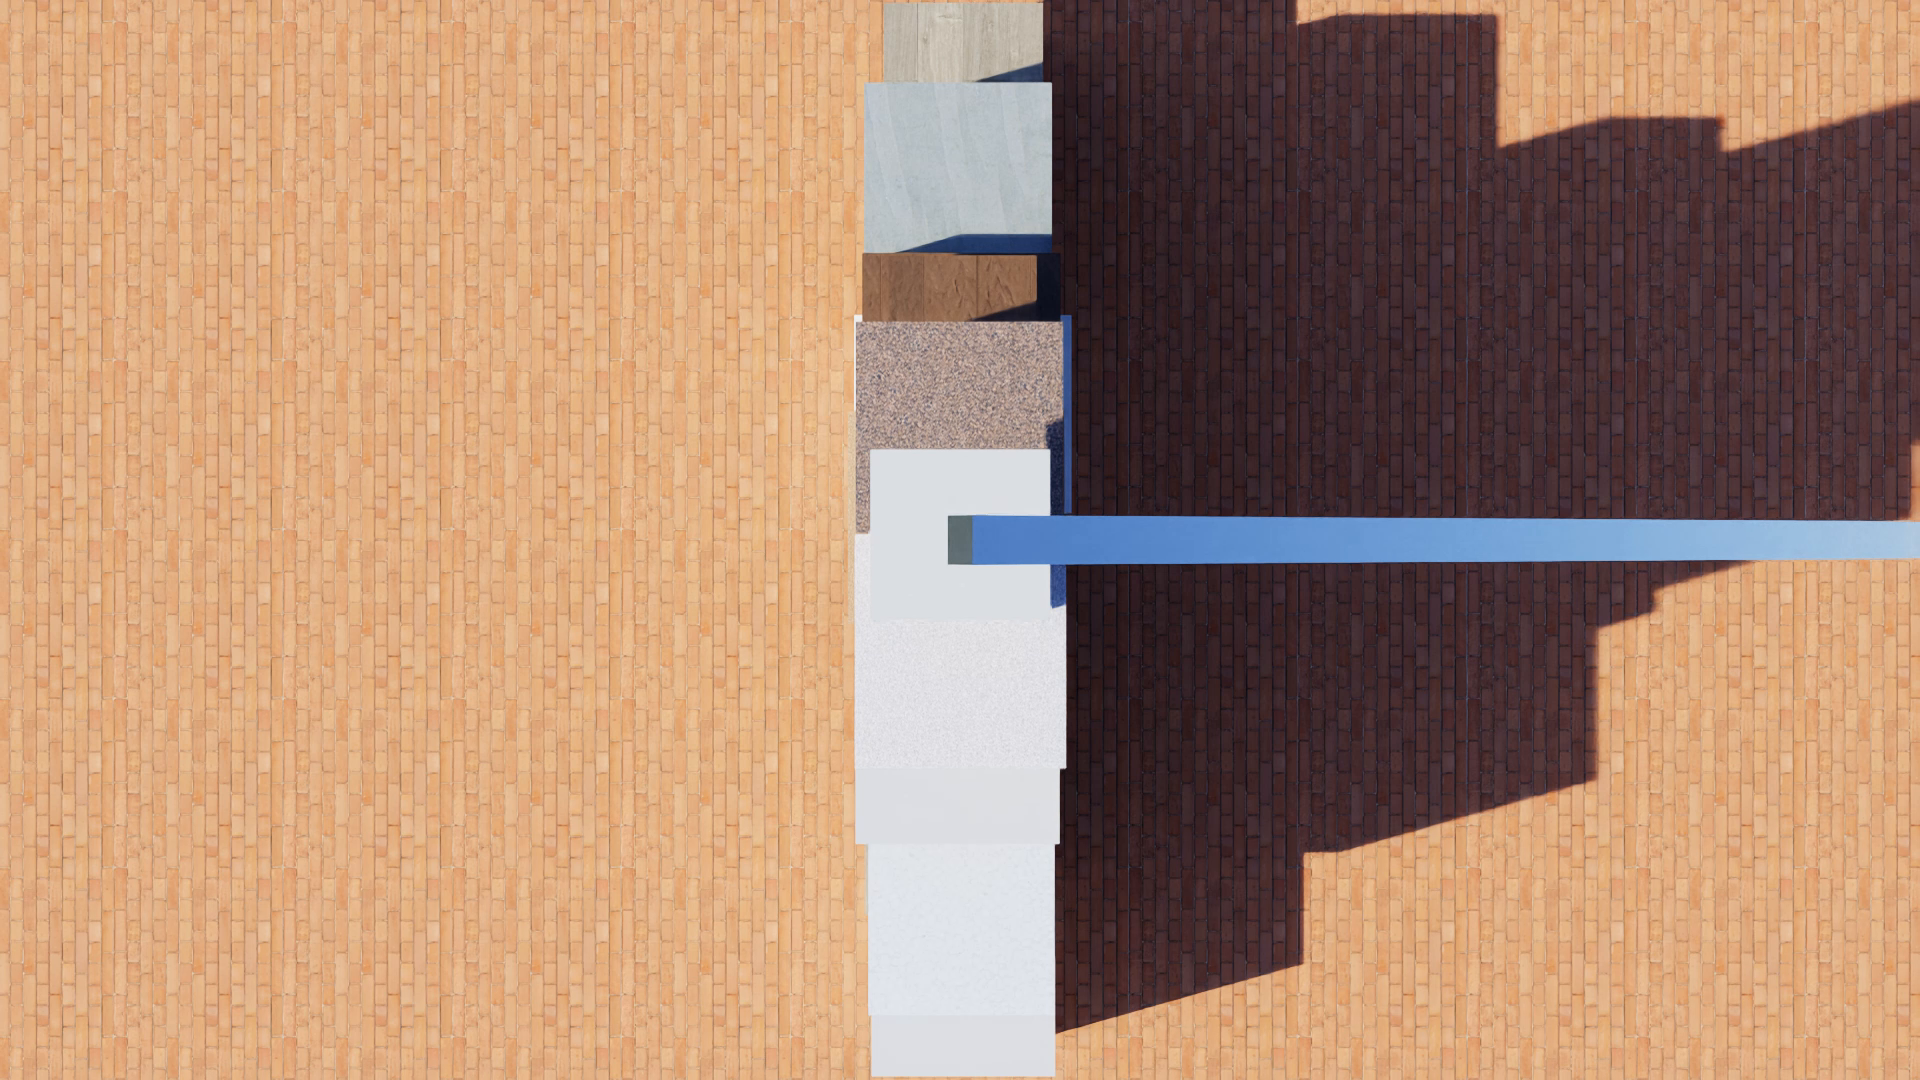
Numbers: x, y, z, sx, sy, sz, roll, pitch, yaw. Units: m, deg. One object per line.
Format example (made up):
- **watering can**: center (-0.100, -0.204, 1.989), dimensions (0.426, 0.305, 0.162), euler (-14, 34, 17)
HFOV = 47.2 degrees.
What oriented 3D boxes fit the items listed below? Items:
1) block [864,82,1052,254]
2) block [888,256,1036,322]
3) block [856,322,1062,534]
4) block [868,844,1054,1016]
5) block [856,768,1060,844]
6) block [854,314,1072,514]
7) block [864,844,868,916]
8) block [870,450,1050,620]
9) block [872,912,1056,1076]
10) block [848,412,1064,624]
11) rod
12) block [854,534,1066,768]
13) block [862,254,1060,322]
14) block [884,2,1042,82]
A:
- **block**: center (-0.010, -1.888, 11.629), dimensions (0.960, 0.760, 0.912), euler (0, 91, 0)
- **block**: center (0.013, -0.971, 10.629), dimensions (0.694, 0.617, 0.730), euler (0, 90, 0)
- **block**: center (-0.003, -0.458, 9.554), dimensions (0.853, 1.010, 0.880), euler (0, 90, 0)
- **block**: center (0.007, 1.908, 11.363), dimensions (0.920, 0.987, 0.883), euler (0, 90, 0)
- **block**: center (-0.011, 0.858, 10.147), dimensions (0.895, 1.010, 0.951), euler (0, 90, 0)
- **block**: center (0.015, -0.680, 12.436), dimensions (1.172, 1.129, 1.069), euler (0, 90, 0)
- **block**: center (-0.010, 1.486, 12.429), dimensions (1.006, 1.143, 1.073), euler (0, 90, 0)
- **block**: center (0.001, -0.016, 7.589), dimensions (0.592, 0.687, 0.560), euler (0, 90, 0)
- **block**: center (0.018, 2.483, 12.511), dimensions (1.004, 0.977, 0.900), euler (0, 90, 0)
- **block**: center (-0.017, -0.107, 10.502), dimensions (0.993, 0.878, 0.970), euler (0, 90, 0)
- **rod**: center (2.234, 0.000, 4.876), dimensions (5.200, 0.080, 0.080), euler (0, 90, -31)
- **block**: center (0.002, 0.440, 9.137), dimensions (0.829, 1.011, 0.919), euler (0, 90, 0)
- **block**: center (0.007, -0.959, 11.404), dimensions (0.988, 0.933, 0.937), euler (0, 90, 0)
- **block**: center (0.019, -2.470, 12.503), dimensions (0.867, 0.993, 0.925), euler (0, 90, 0)
